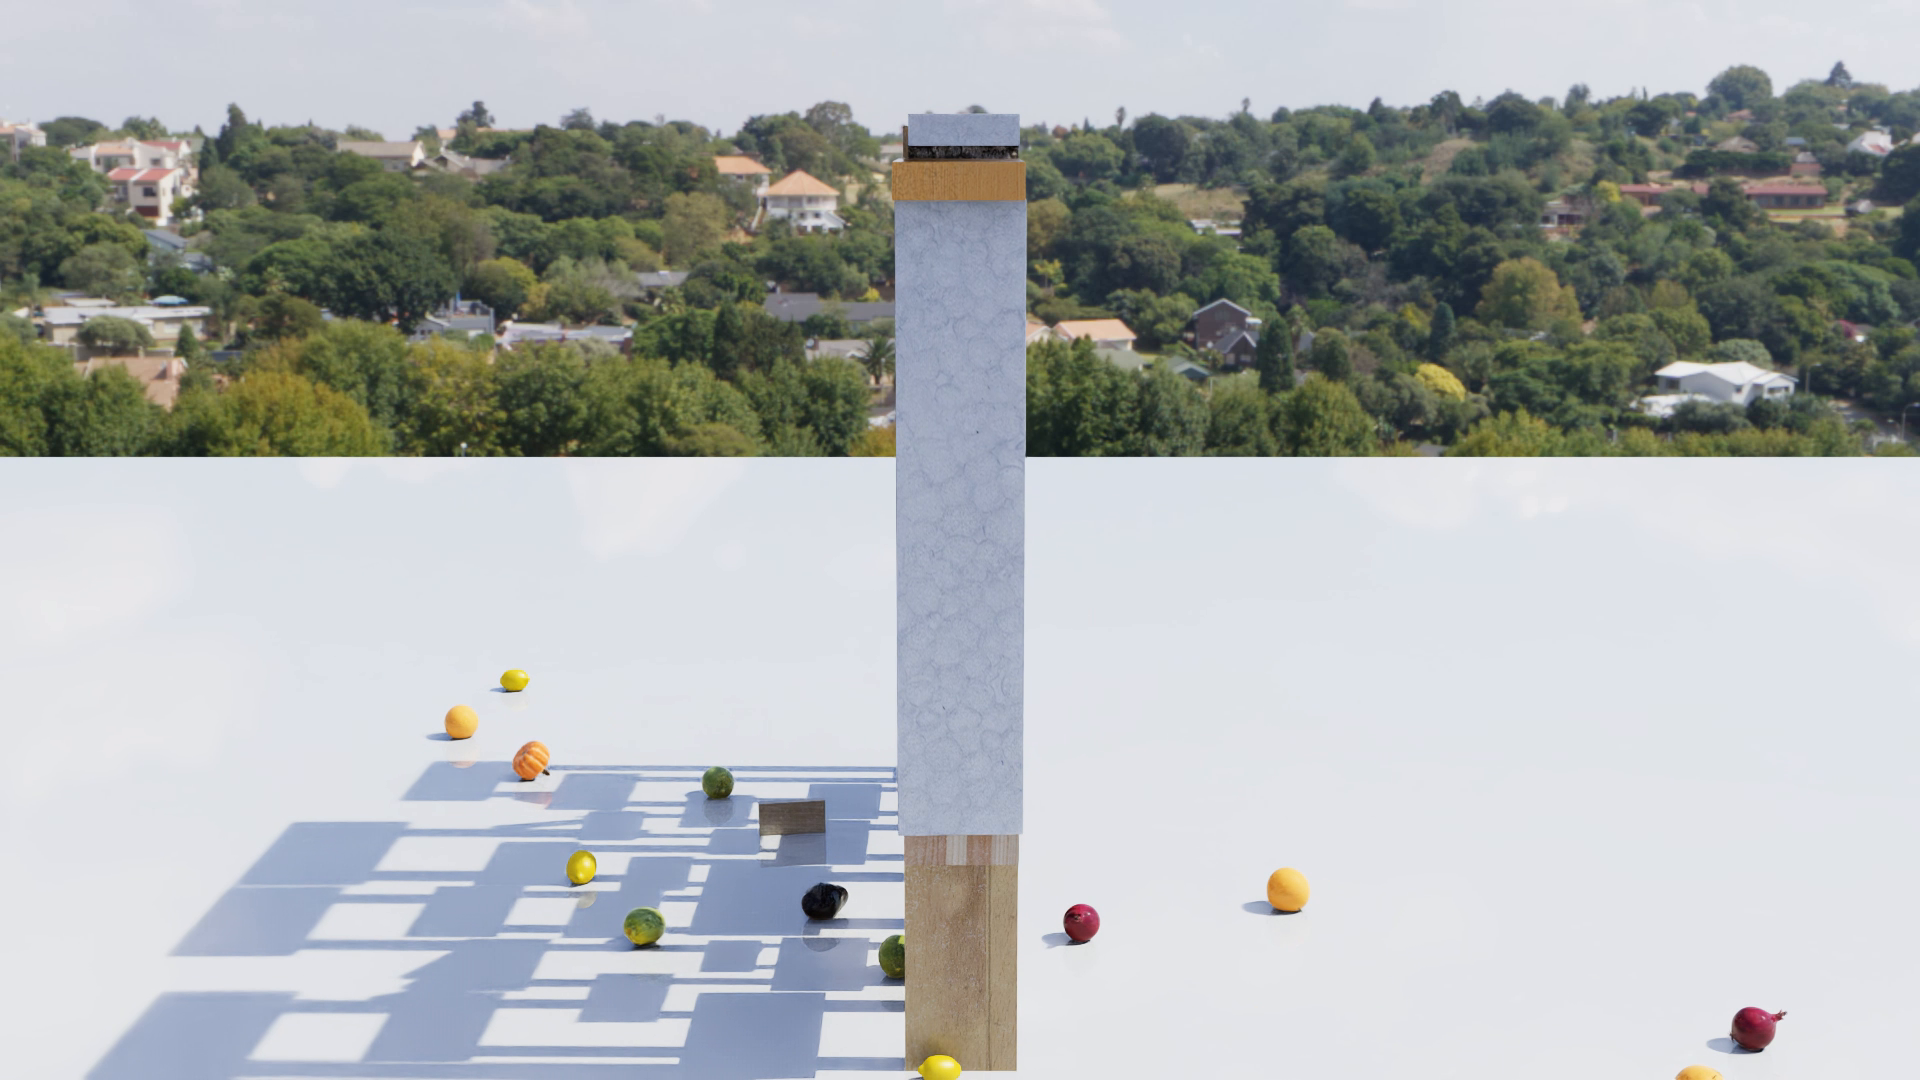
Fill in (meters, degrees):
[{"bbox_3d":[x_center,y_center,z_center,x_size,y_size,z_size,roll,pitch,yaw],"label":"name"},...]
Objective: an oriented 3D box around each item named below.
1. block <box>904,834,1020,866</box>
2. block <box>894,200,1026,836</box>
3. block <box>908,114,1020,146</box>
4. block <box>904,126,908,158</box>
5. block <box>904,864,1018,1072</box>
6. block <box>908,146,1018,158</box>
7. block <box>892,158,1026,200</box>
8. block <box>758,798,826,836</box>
[{"bbox_3d":[0.000,0.379,3.036,0.151,0.043,0.301,0,11,-1],"label":"block"},{"bbox_3d":[0.000,-0.022,2.827,0.164,0.823,0.046,0,11,-2],"label":"block"},{"bbox_3d":[0.003,-0.615,3.299,0.159,0.045,0.319,0,11,-1],"label":"block"},{"bbox_3d":[-0.003,-0.659,3.639,0.176,0.050,0.352,0,10,-1],"label":"block"},{"bbox_3d":[0.001,0.567,2.970,0.151,0.302,0.043,0,11,0],"label":"block"},{"bbox_3d":[0.005,-0.365,3.237,0.159,0.423,0.045,0,10,0],"label":"block"},{"bbox_3d":[-0.002,-0.469,2.852,0.164,0.046,0.328,0,11,0],"label":"block"},{"bbox_3d":[-0.304,0.501,3.982,0.120,0.060,0.017,-2,11,-10],"label":"block"}]
